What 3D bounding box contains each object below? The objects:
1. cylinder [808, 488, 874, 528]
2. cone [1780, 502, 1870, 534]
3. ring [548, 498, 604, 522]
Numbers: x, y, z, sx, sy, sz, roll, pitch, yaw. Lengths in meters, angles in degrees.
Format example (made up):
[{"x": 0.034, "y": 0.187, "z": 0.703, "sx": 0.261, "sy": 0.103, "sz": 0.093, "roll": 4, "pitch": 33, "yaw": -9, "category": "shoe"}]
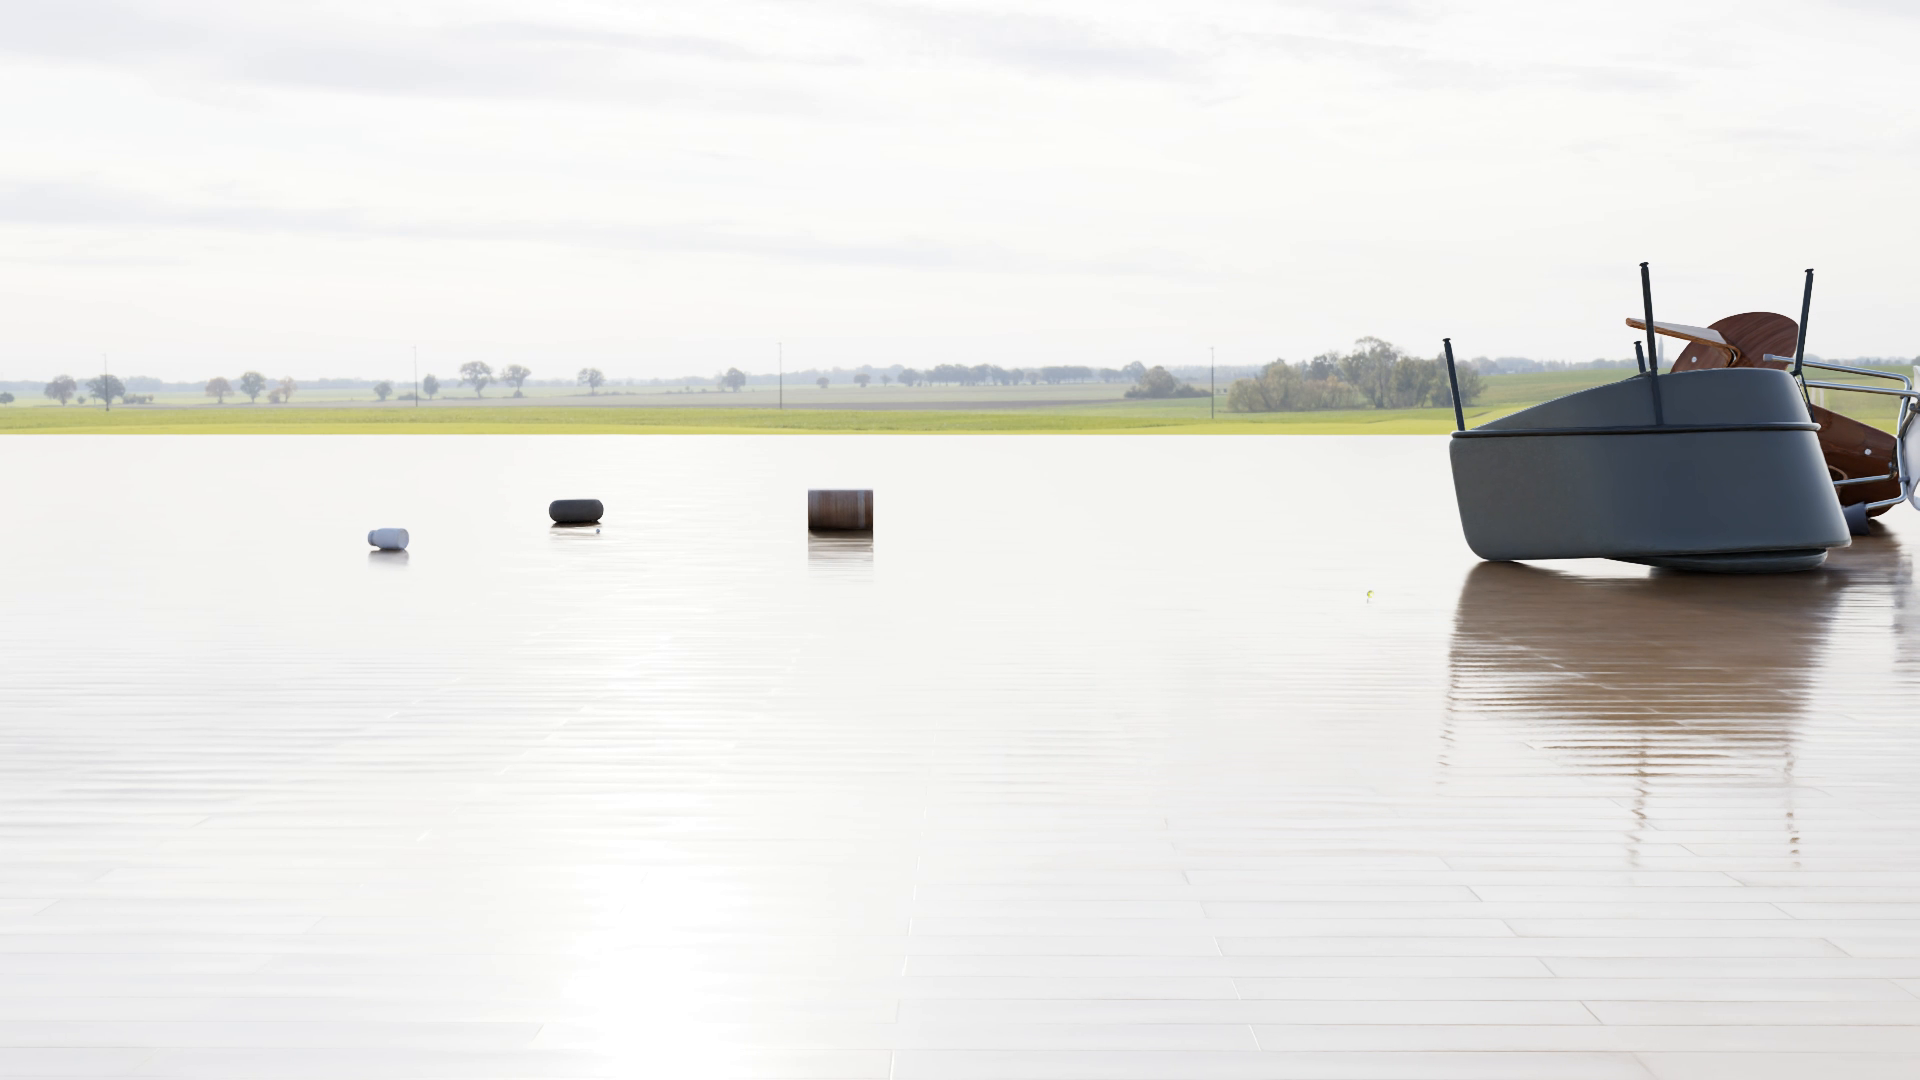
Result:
[{"x": -0.385, "y": -0.104, "z": 7.094, "sx": 0.211, "sy": 0.129, "sz": 0.168, "roll": 0, "pitch": -15, "yaw": -3, "category": "cylinder"}, {"x": 2.685, "y": -0.047, "z": 6.854, "sx": 0.264, "sy": 0.104, "sz": 0.124, "roll": -10, "pitch": -7, "yaw": 23, "category": "cone"}, {"x": -1.302, "y": -0.101, "z": 7.462, "sx": 0.155, "sy": 0.077, "sz": 0.235, "roll": 0, "pitch": 3, "yaw": 26, "category": "ring"}]
